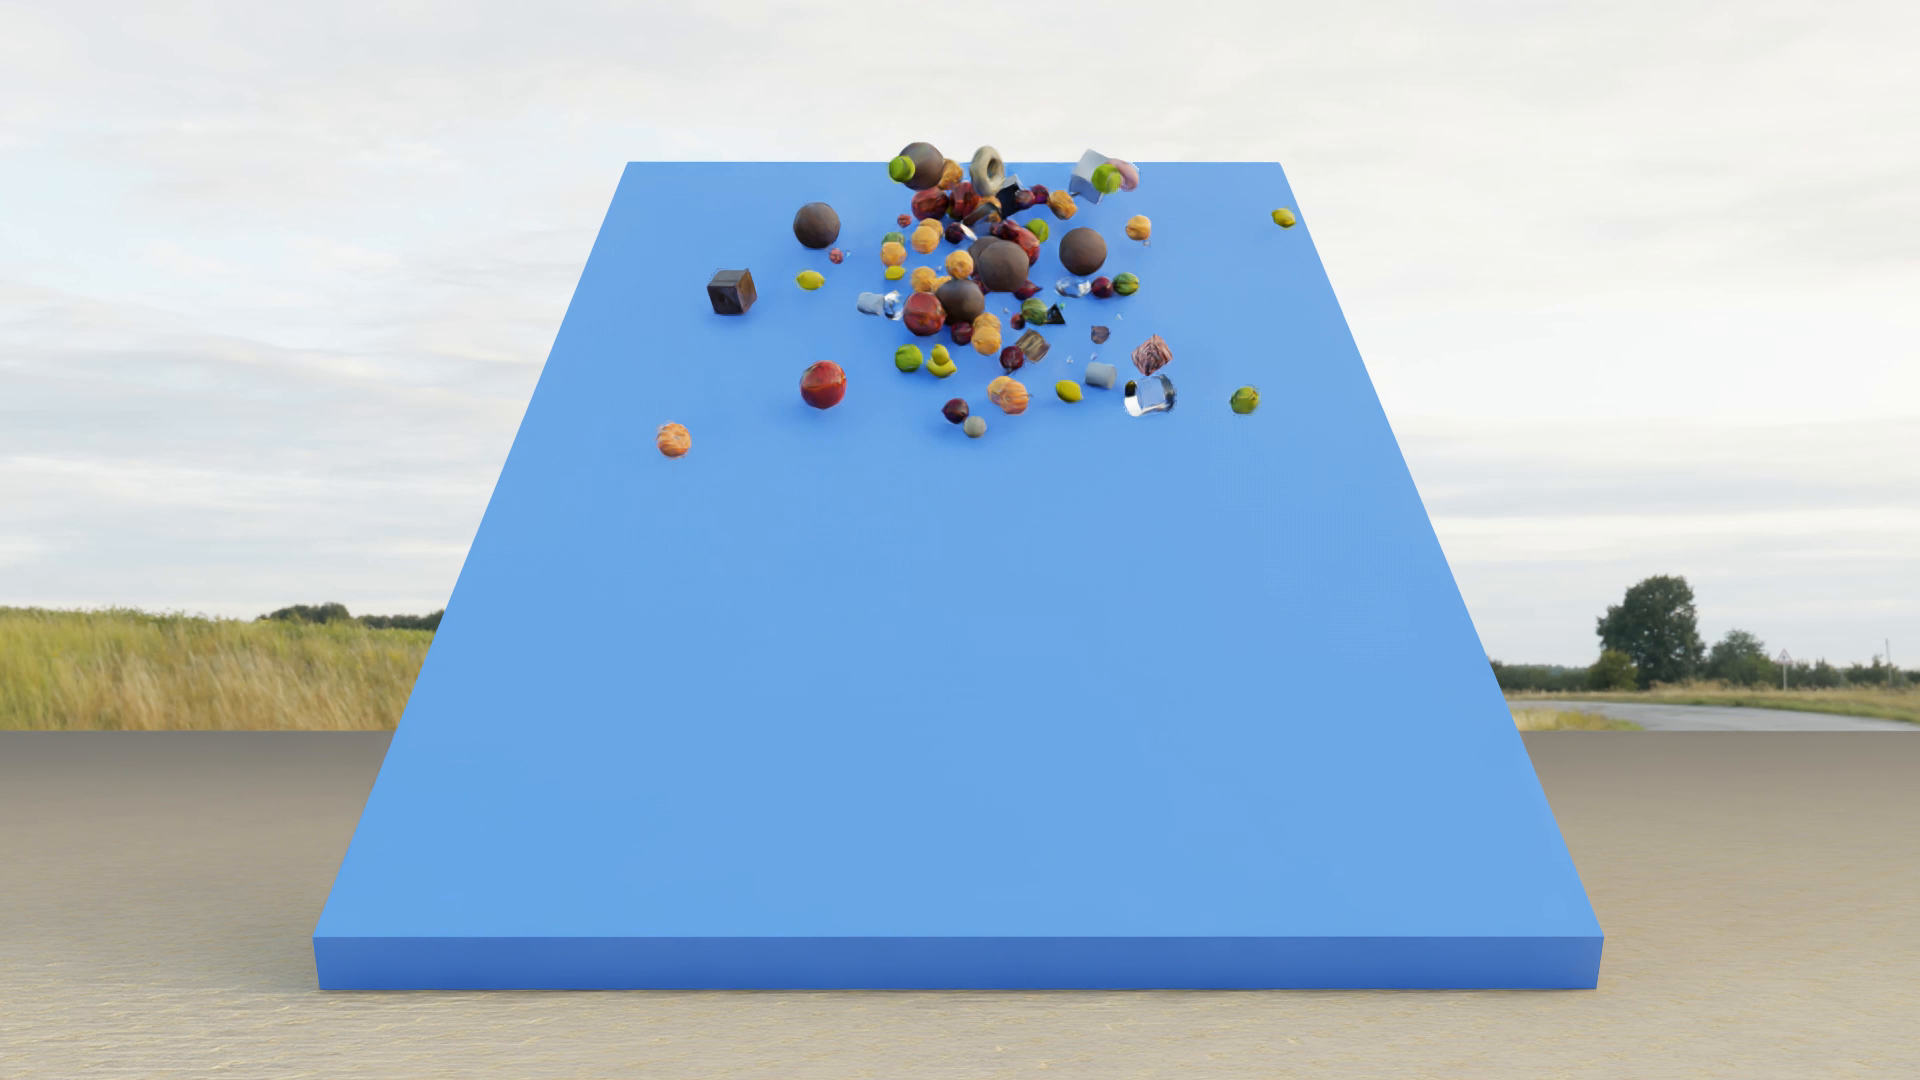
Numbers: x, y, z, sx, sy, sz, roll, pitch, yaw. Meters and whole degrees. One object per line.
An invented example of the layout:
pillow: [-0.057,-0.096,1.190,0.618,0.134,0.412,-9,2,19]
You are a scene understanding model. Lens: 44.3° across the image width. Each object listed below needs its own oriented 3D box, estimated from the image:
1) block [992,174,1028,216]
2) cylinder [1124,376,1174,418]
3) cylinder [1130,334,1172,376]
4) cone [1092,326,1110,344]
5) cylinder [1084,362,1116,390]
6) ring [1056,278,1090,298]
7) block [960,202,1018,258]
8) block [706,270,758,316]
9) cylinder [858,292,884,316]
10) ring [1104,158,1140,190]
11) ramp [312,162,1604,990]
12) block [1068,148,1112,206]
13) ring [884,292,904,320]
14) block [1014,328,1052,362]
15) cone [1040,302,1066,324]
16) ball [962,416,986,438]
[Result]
block: [0.142,-0.983,6.756,0.081,0.081,0.081,-23,24,11]
cylinder: [0.439,-0.334,5.473,0.086,0.086,0.086,-12,0,-23]
cylinder: [0.453,-0.436,5.584,0.071,0.071,0.071,-36,-21,23]
cone: [0.340,-0.524,5.889,0.052,0.052,0.052,2,31,-28]
cylinder: [0.335,-0.393,5.626,0.057,0.057,0.057,13,1,24]
ring: [0.297,-0.664,6.204,0.095,0.032,0.095,-2,29,1]
block: [0.077,-0.845,6.428,0.098,0.098,0.098,-38,27,-5]
block: [-0.584,-0.635,6.049,0.085,0.085,0.085,1,35,25]
cylinder: [-0.227,-0.606,6.057,0.054,0.054,0.054,10,0,22]
ring: [0.453,-1.026,6.623,0.112,0.037,0.112,31,-16,10]
ramp: [-0.010,-0.228,5.470,2.000,0.100,4.000,0,26,0]
block: [0.384,-1.052,6.832,0.097,0.097,0.097,28,-23,6]
ring: [-0.167,-0.595,5.999,0.025,0.076,0.076,3,-2,33]
block: [0.179,-0.473,5.744,0.055,0.055,0.055,46,14,21]
cone: [0.228,-0.563,6.001,0.065,0.065,0.065,-26,-9,8]
ball: [0.033,-0.256,5.354,0.054,0.054,0.054,0,-4,0]
